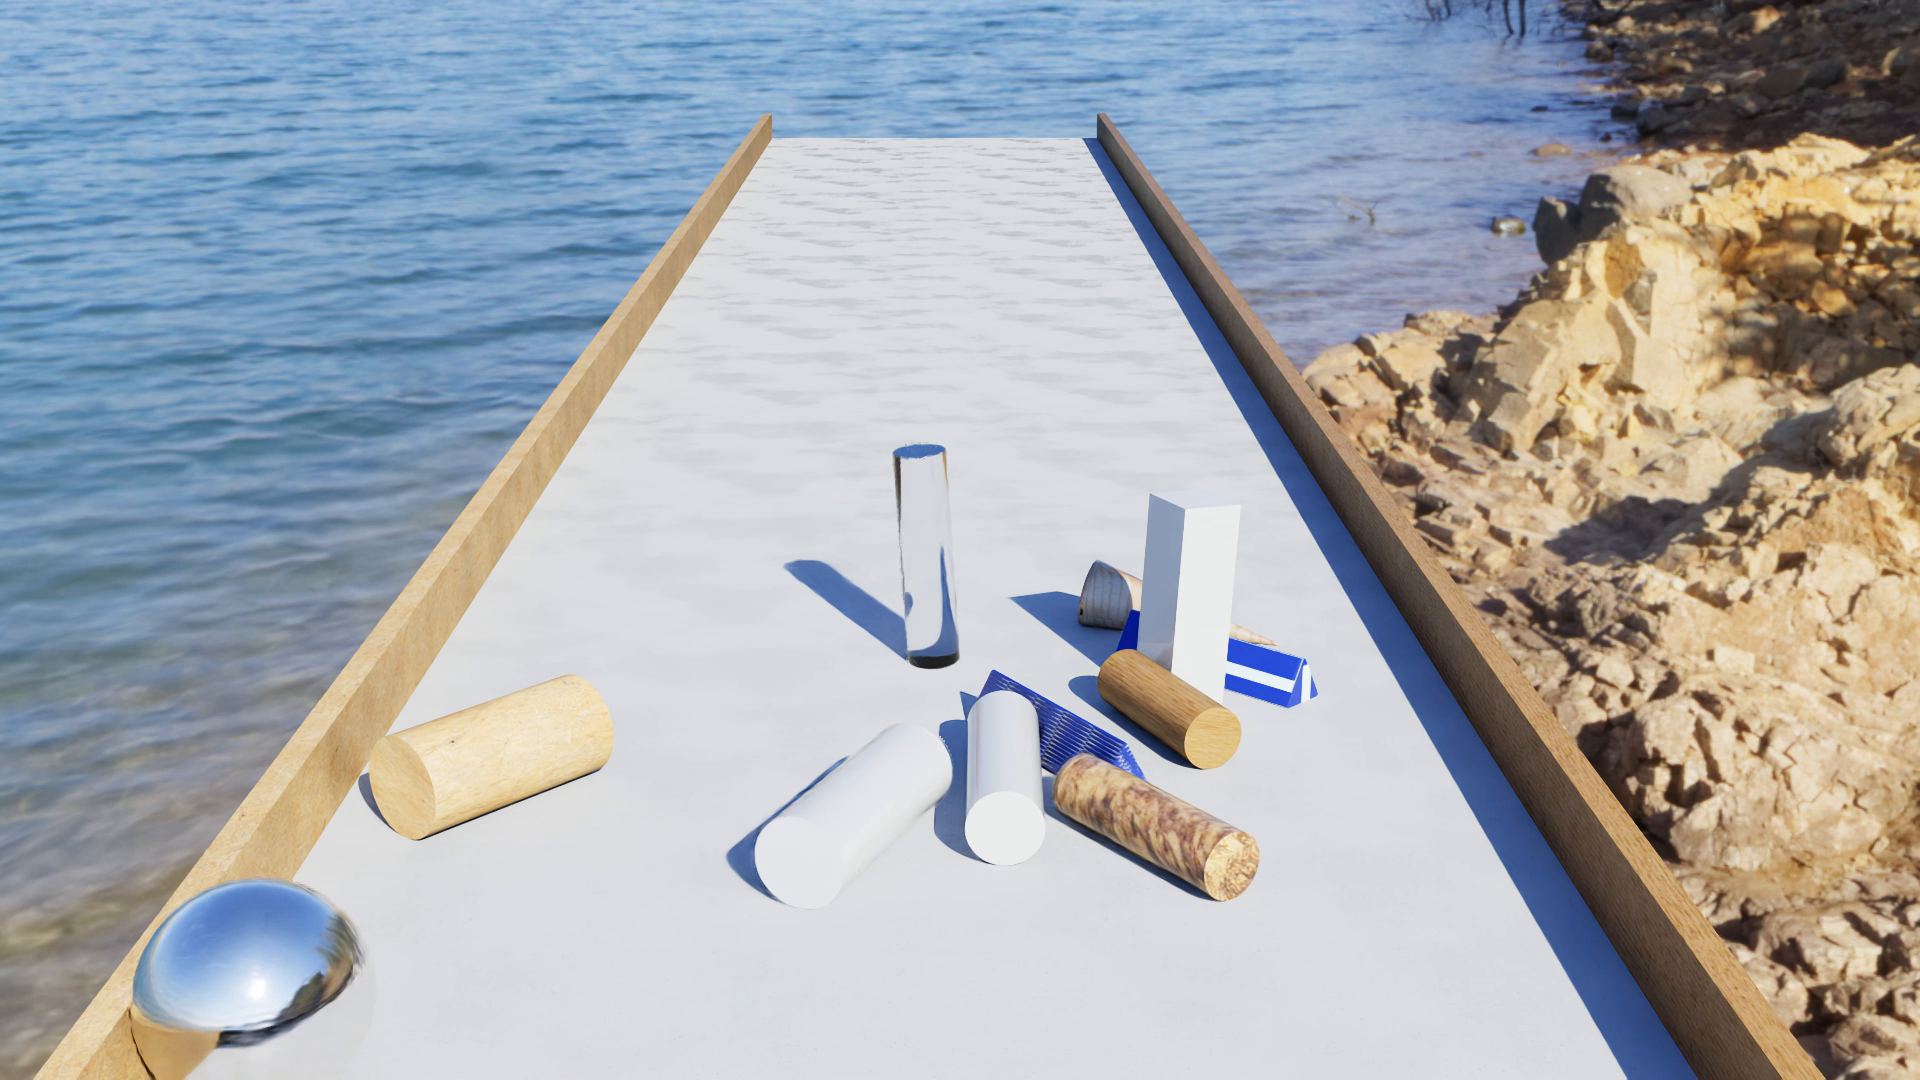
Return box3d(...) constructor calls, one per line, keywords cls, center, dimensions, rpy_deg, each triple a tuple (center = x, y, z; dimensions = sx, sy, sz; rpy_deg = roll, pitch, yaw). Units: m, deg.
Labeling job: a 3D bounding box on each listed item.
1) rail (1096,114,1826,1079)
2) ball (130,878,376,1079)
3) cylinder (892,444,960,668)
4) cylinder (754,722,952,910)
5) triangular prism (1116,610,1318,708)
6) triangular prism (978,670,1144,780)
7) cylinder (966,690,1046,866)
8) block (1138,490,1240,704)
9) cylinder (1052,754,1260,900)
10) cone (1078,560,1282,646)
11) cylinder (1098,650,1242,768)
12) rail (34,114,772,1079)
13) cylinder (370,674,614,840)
box3d(cls="rail", center=(0.932, -0.844, 7.801), dimensions=(0.050, 0.150, 12.000), rpy_deg=(0, 17, -1))
box3d(cls="ball", center=(-0.889, 0.576, 2.772), dimensions=(0.295, 0.295, 0.295), rpy_deg=(0, 17, 0))
box3d(cls="cylinder", center=(-0.066, 0.033, 4.350), dimensions=(0.105, 0.432, 0.105), rpy_deg=(-4, 17, 1))
box3d(cls="cylinder", center=(-0.163, 0.433, 3.506), dimensions=(0.151, 0.151, 0.418), rpy_deg=(7, 18, 22))
box3d(cls="triangular prism", center=(0.500, 0.223, 4.317), dimensions=(0.426, 0.086, 0.099), rpy_deg=(16, 23, 42))
box3d(cls="triangular prism", center=(0.171, 0.337, 3.921), dimensions=(0.108, 0.093, 0.427), rpy_deg=(-9, 19, -30))
box3d(cls="cylinder", center=(0.074, 0.391, 3.688), dimensions=(0.127, 0.127, 0.451), rpy_deg=(0, 17, 1))
box3d(cls="block", center=(0.428, 0.111, 4.158), dimensions=(0.123, 0.390, 0.123), rpy_deg=(-5, 17, -27))
box3d(cls="cylinder", center=(0.307, 0.453, 3.508), dimensions=(0.112, 0.112, 0.383), rpy_deg=(-11, 20, -33))
box3d(cls="cone", center=(0.467, 0.163, 4.554), dimensions=(0.424, 0.142, 0.142), rpy_deg=(16, 21, 16))
box3d(cls="cylinder", center=(0.377, 0.304, 4.004), dimensions=(0.115, 0.115, 0.335), rpy_deg=(-7, 18, -22))
box3d(cls="rail", center=(-1.118, -0.838, 7.780), dimensions=(0.050, 0.150, 12.000), rpy_deg=(0, 17, -1))
box3d(cls="cylinder", center=(-0.785, 0.361, 3.706), dimensions=(0.176, 0.176, 0.376), rpy_deg=(13, 21, 38))
